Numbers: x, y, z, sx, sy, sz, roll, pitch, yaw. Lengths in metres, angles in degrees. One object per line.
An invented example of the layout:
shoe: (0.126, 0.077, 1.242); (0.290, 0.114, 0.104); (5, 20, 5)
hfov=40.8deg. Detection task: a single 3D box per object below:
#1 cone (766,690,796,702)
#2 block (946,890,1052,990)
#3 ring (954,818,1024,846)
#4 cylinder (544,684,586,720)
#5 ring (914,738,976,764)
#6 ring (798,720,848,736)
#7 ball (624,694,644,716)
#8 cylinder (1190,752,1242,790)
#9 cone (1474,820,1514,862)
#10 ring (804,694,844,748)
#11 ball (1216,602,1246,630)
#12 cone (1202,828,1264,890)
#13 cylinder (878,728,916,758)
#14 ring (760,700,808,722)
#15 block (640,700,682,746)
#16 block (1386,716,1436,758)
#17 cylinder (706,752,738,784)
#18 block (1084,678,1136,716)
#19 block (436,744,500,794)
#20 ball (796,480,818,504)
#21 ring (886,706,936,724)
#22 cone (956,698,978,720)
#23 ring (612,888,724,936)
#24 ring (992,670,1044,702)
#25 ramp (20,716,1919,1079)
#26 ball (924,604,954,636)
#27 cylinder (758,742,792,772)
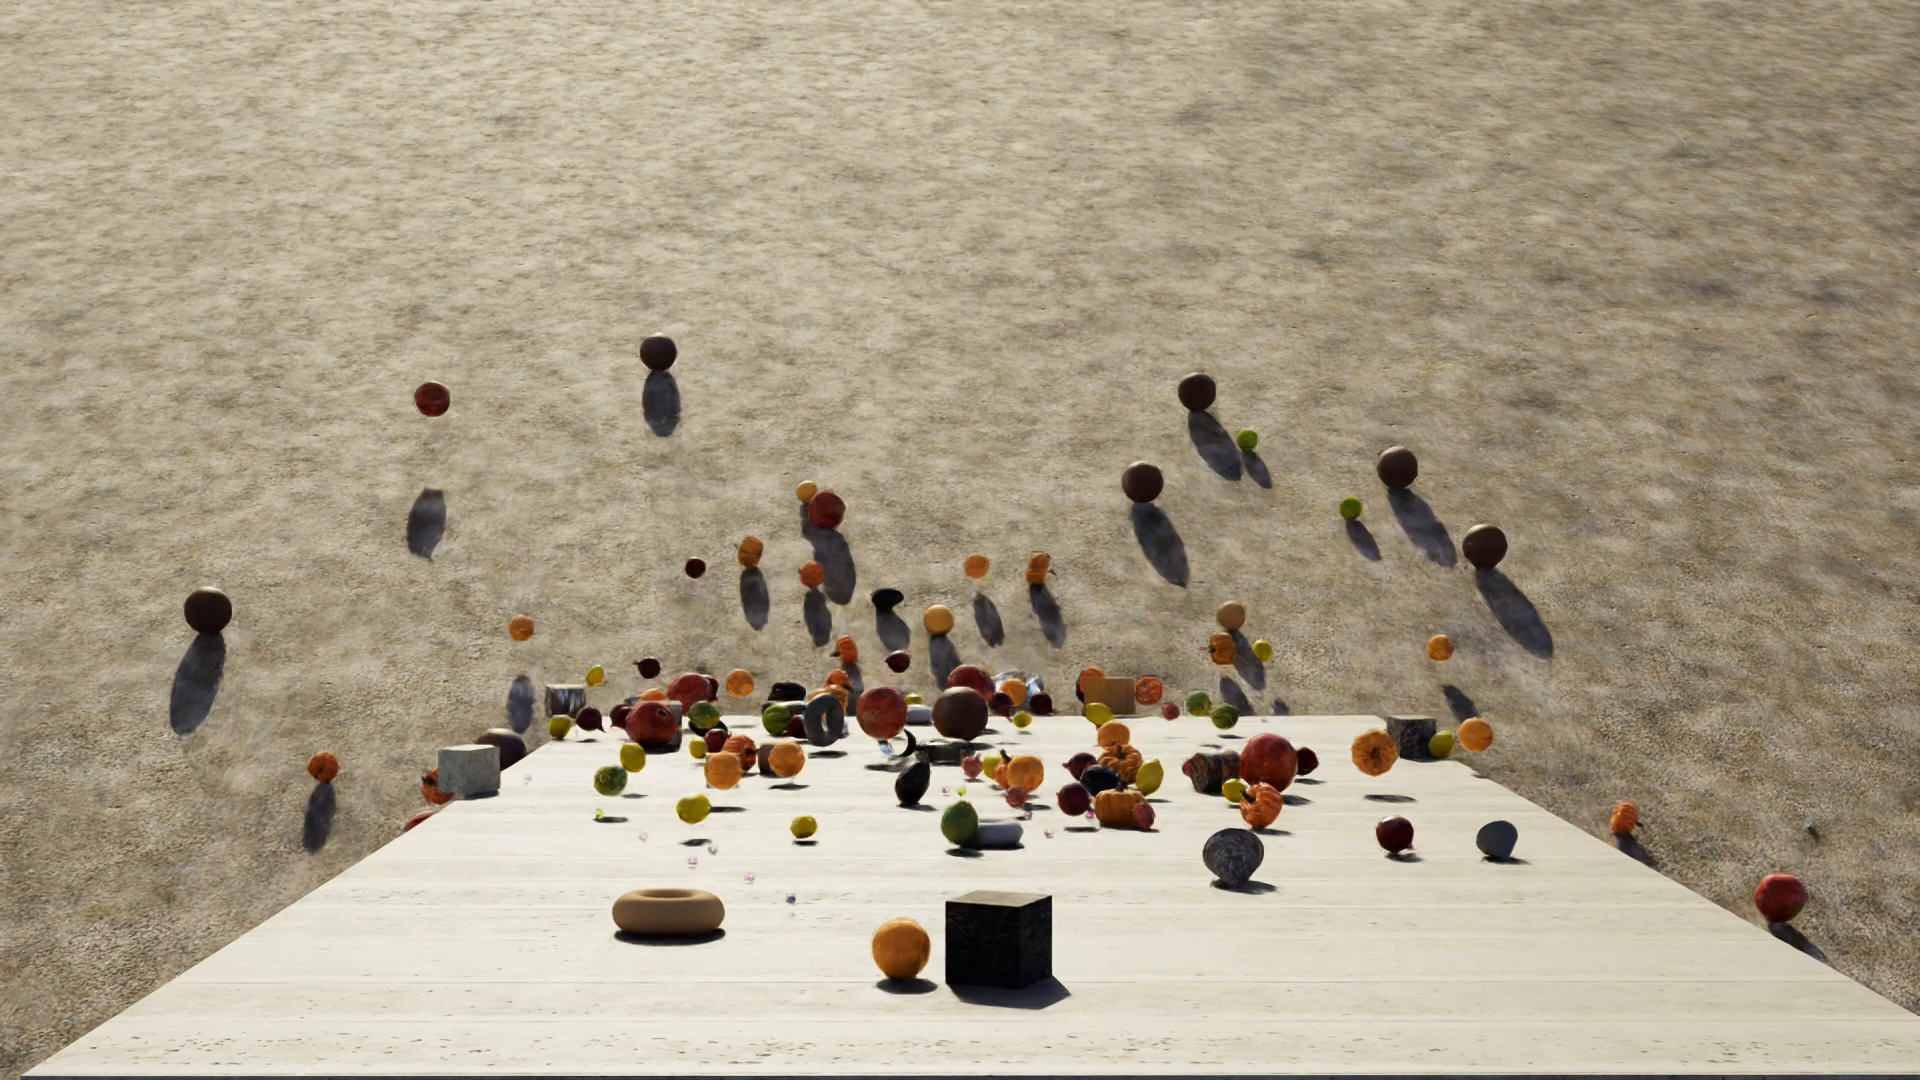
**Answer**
cone: (-0.452, 0.432, 6.651); (0.083, 0.083, 0.083); (-8, 7, -16)
block: (0.047, 0.475, 3.078); (0.097, 0.097, 0.097); (1, 1, 25)
ring: (0.047, 0.480, 4.238); (0.115, 0.038, 0.115); (-2, 1, 0)
cylinder: (-0.987, 0.405, 6.452); (0.084, 0.084, 0.084); (0, 25, -22)
ring: (-0.032, 0.450, 5.504); (0.131, 0.044, 0.131); (-1, 1, 0)
ring: (-0.321, 0.440, 6.068); (0.118, 0.039, 0.118); (-1, 0, 0)
ball: (-0.831, 0.421, 6.585); (0.056, 0.056, 0.056); (0, 26, 0)
cylinder: (0.493, 0.446, 4.975); (0.073, 0.073, 0.073); (0, 24, -25)
cone: (0.851, 0.487, 4.050); (0.067, 0.067, 0.067); (-8, 50, -15)
ring: (-0.302, 0.399, 5.716); (0.041, 0.122, 0.122); (3, 24, 35)
ball: (0.753, 0.210, 7.168); (0.081, 0.081, 0.081); (0, 26, 0)
cone: (0.406, 0.487, 3.796); (0.092, 0.092, 0.092); (0, 29, 0)
cylinder: (-0.137, 0.439, 5.592); (0.060, 0.060, 0.060); (-17, 9, -31)
ring: (-0.423, 0.427, 6.433); (0.147, 0.049, 0.147); (1, 0, 0)
block: (-0.684, 0.417, 5.895); (0.092, 0.092, 0.092); (0, 1, -10)
block: (0.982, 0.427, 5.624); (0.082, 0.082, 0.082); (0, 1, -14)
cylinder: (-0.470, 0.449, 5.085); (0.062, 0.062, 0.062); (0, 26, -5)
block: (0.385, 0.402, 6.645); (0.092, 0.092, 0.092); (0, -2, -34)
block: (-0.946, 0.442, 4.971); (0.084, 0.084, 0.084); (-1, 1, 34)
ball: (-0.467, -0.146, 7.897); (0.070, 0.070, 0.070); (0, 26, 0)
ring: (-0.122, 0.433, 6.382); (0.122, 0.041, 0.122); (-1, 2, 0)
cone: (0.029, 0.424, 6.415); (0.058, 0.058, 0.058); (-12, 9, -23)
ring: (-0.385, 0.492, 3.413); (0.149, 0.050, 0.149); (1, 0, 0)
ring: (0.153, 0.387, 6.847); (0.141, 0.047, 0.141); (1, 21, 0)
ramp: (0.060, 0.541, 4.577); (2.000, 0.100, 4.000); (0, 1, 0)
ball: (-0.059, 0.222, 7.138); (0.086, 0.086, 0.086); (0, 26, 0)
cylinder: (-0.377, 0.444, 5.277); (0.065, 0.065, 0.065); (0, 26, 0)
